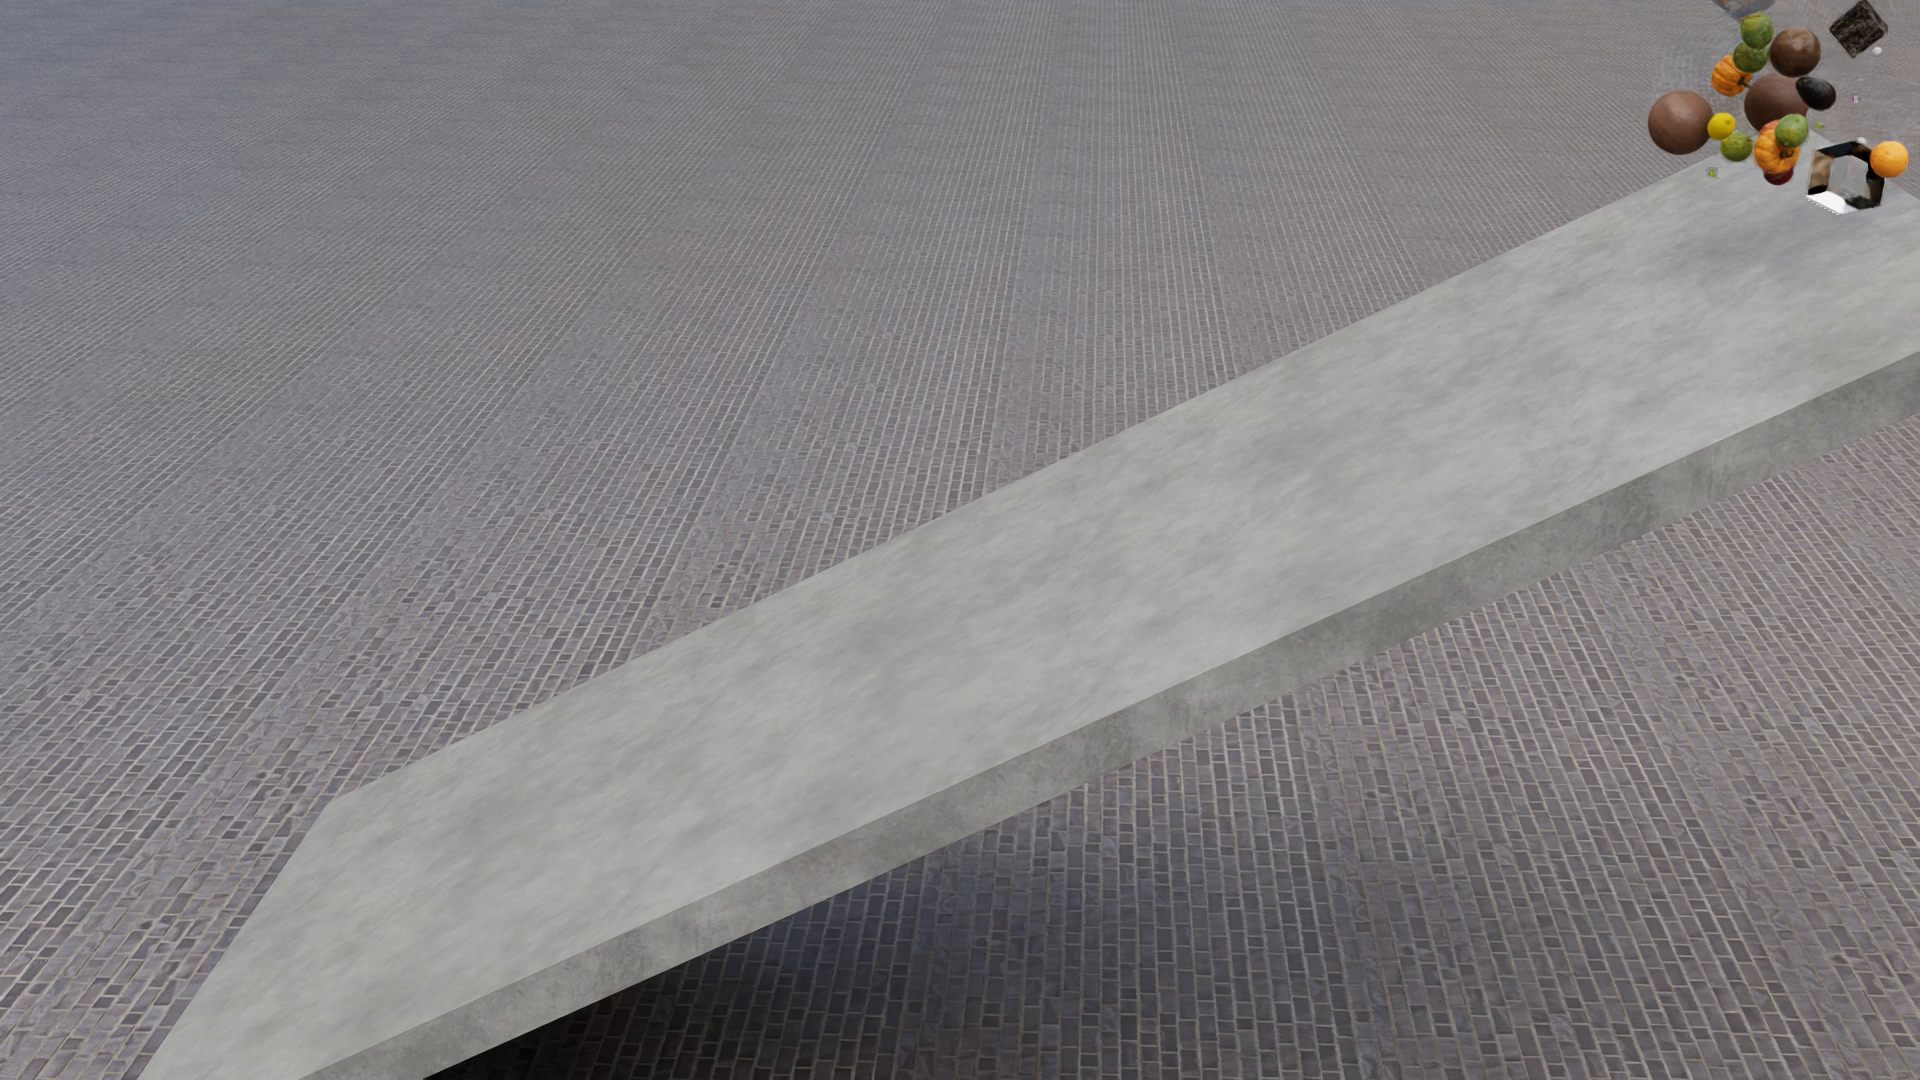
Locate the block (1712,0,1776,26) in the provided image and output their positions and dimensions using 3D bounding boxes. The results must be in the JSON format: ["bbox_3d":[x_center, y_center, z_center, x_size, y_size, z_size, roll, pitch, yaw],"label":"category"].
[{"bbox_3d":[1.578,-1.118,5.924,0.097,0.097,0.097,32,38,-24],"label":"block"}]

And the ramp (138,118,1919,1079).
[{"bbox_3d":[0.138,0.168,6.281,4.000,0.100,2.000,-25,14,10],"label":"ramp"}]

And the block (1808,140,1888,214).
[{"bbox_3d":[1.742,-0.711,5.773,0.098,0.098,0.098,20,-13,-28],"label":"block"}]

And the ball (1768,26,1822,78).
[{"bbox_3d":[1.649,-0.963,5.807,0.100,0.100,0.100,0,16,0],"label":"ball"}]

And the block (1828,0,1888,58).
[{"bbox_3d":[1.714,-0.976,5.609,0.074,0.074,0.074,-39,0,29],"label":"block"}]
